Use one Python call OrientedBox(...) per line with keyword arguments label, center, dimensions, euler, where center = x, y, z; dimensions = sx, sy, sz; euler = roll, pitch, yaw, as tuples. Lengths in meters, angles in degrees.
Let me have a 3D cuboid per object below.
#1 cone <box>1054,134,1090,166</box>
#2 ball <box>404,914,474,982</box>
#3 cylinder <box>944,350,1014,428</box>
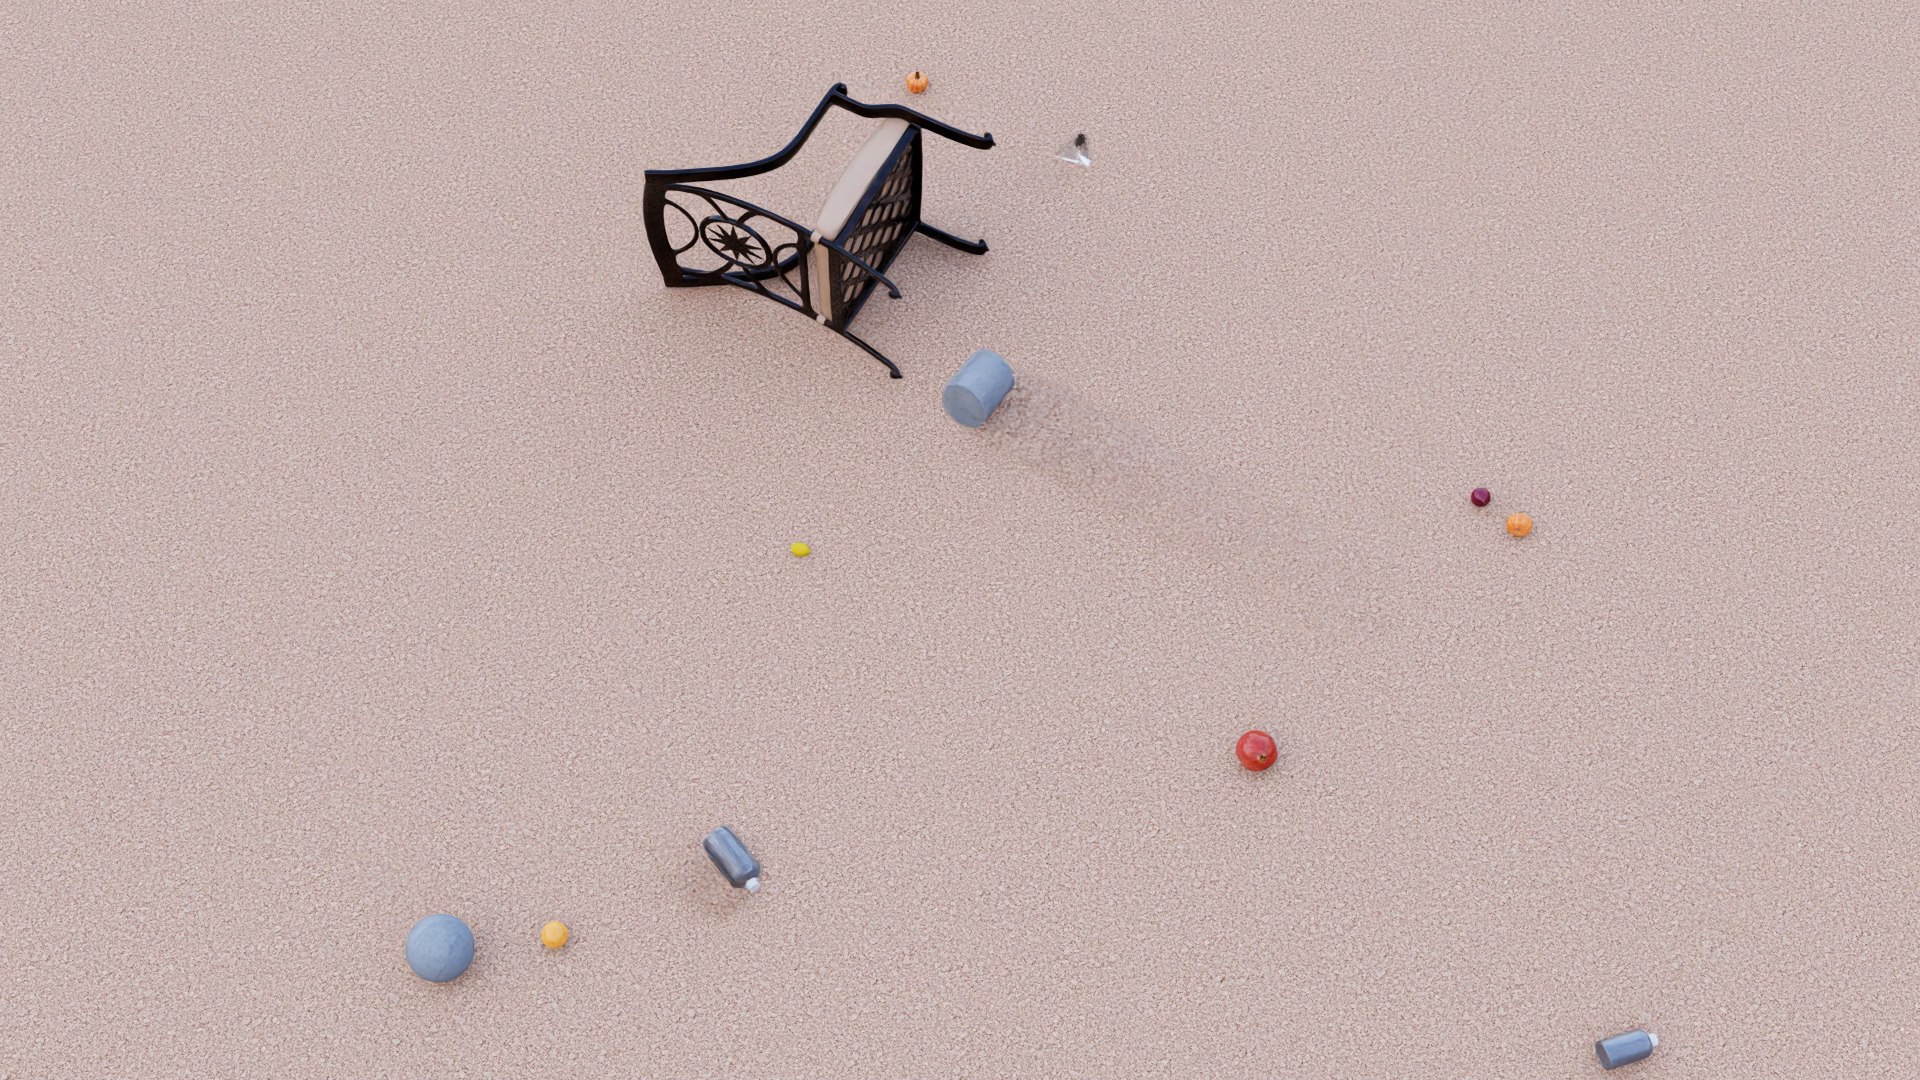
OrientedBox(label="cone", center=(0.365, -1.306, 7.421), dimensions=(0.115, 0.113, 0.101), euler=(-6, 24, 27))
OrientedBox(label="ball", center=(-1.360, 1.067, 5.751), dimensions=(0.178, 0.178, 0.178), euler=(0, 56, 0))
OrientedBox(label="cylinder", center=(0.058, -0.463, 6.765), dimensions=(0.151, 0.201, 0.161), euler=(35, 62, 10))
